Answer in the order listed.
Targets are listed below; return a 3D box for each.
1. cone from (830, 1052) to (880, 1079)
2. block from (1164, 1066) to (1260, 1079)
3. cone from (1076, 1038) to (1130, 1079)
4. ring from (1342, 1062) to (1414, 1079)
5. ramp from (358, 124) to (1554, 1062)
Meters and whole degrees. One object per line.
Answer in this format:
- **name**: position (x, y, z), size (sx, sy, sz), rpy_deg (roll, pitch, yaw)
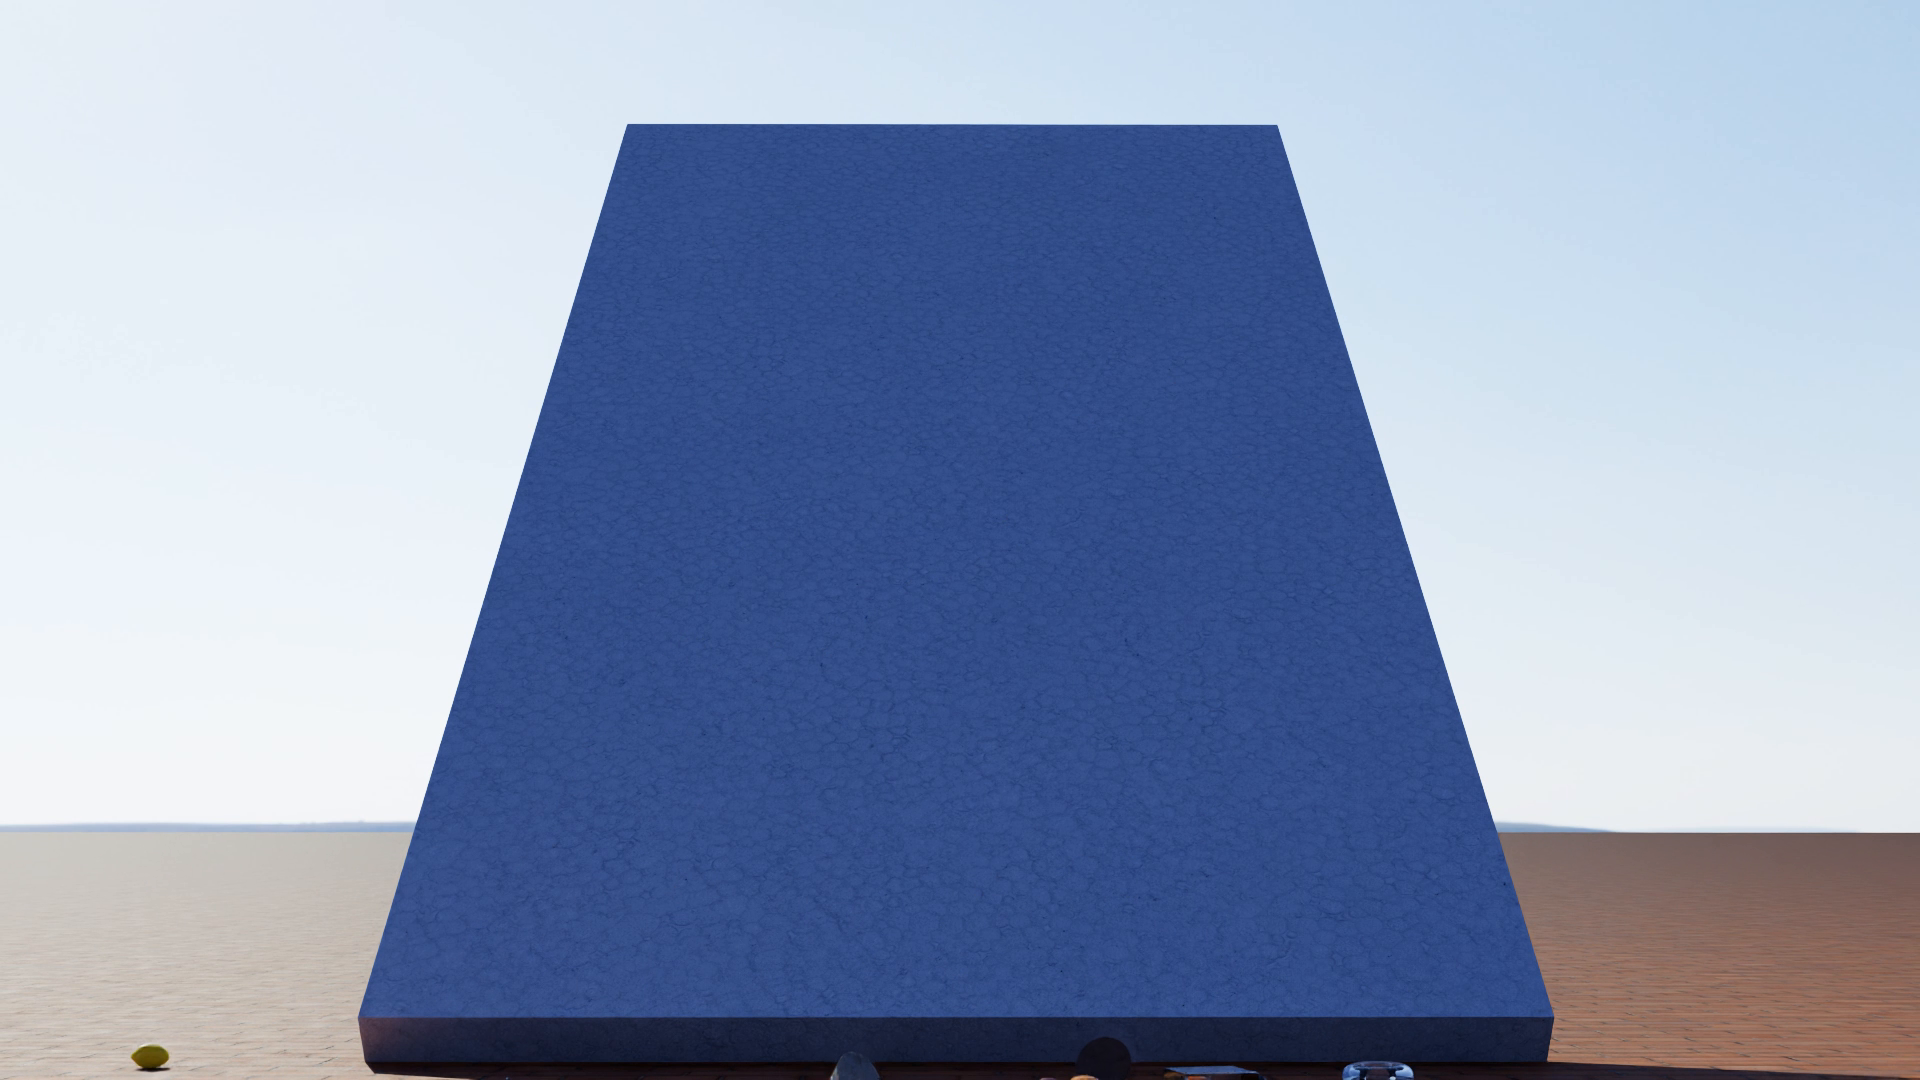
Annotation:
- **cone**: position (-0.171, 0.783, 3.436), size (0.088, 0.088, 0.088), rpy_deg (-36, -26, 29)
- **block**: position (0.314, 0.709, 3.041), size (0.093, 0.093, 0.093), rpy_deg (2, -7, -14)
- **cone**: position (0.231, 0.815, 3.710), size (0.086, 0.086, 0.086), rpy_deg (-3, -34, 22)
- **ring**: position (0.637, 0.817, 3.710), size (0.109, 0.036, 0.109), rpy_deg (-1, -5, 0)
- **ramp**: position (-0.014, -0.198, 5.803), size (2.000, 0.100, 4.000), rpy_deg (0, 31, 0)
